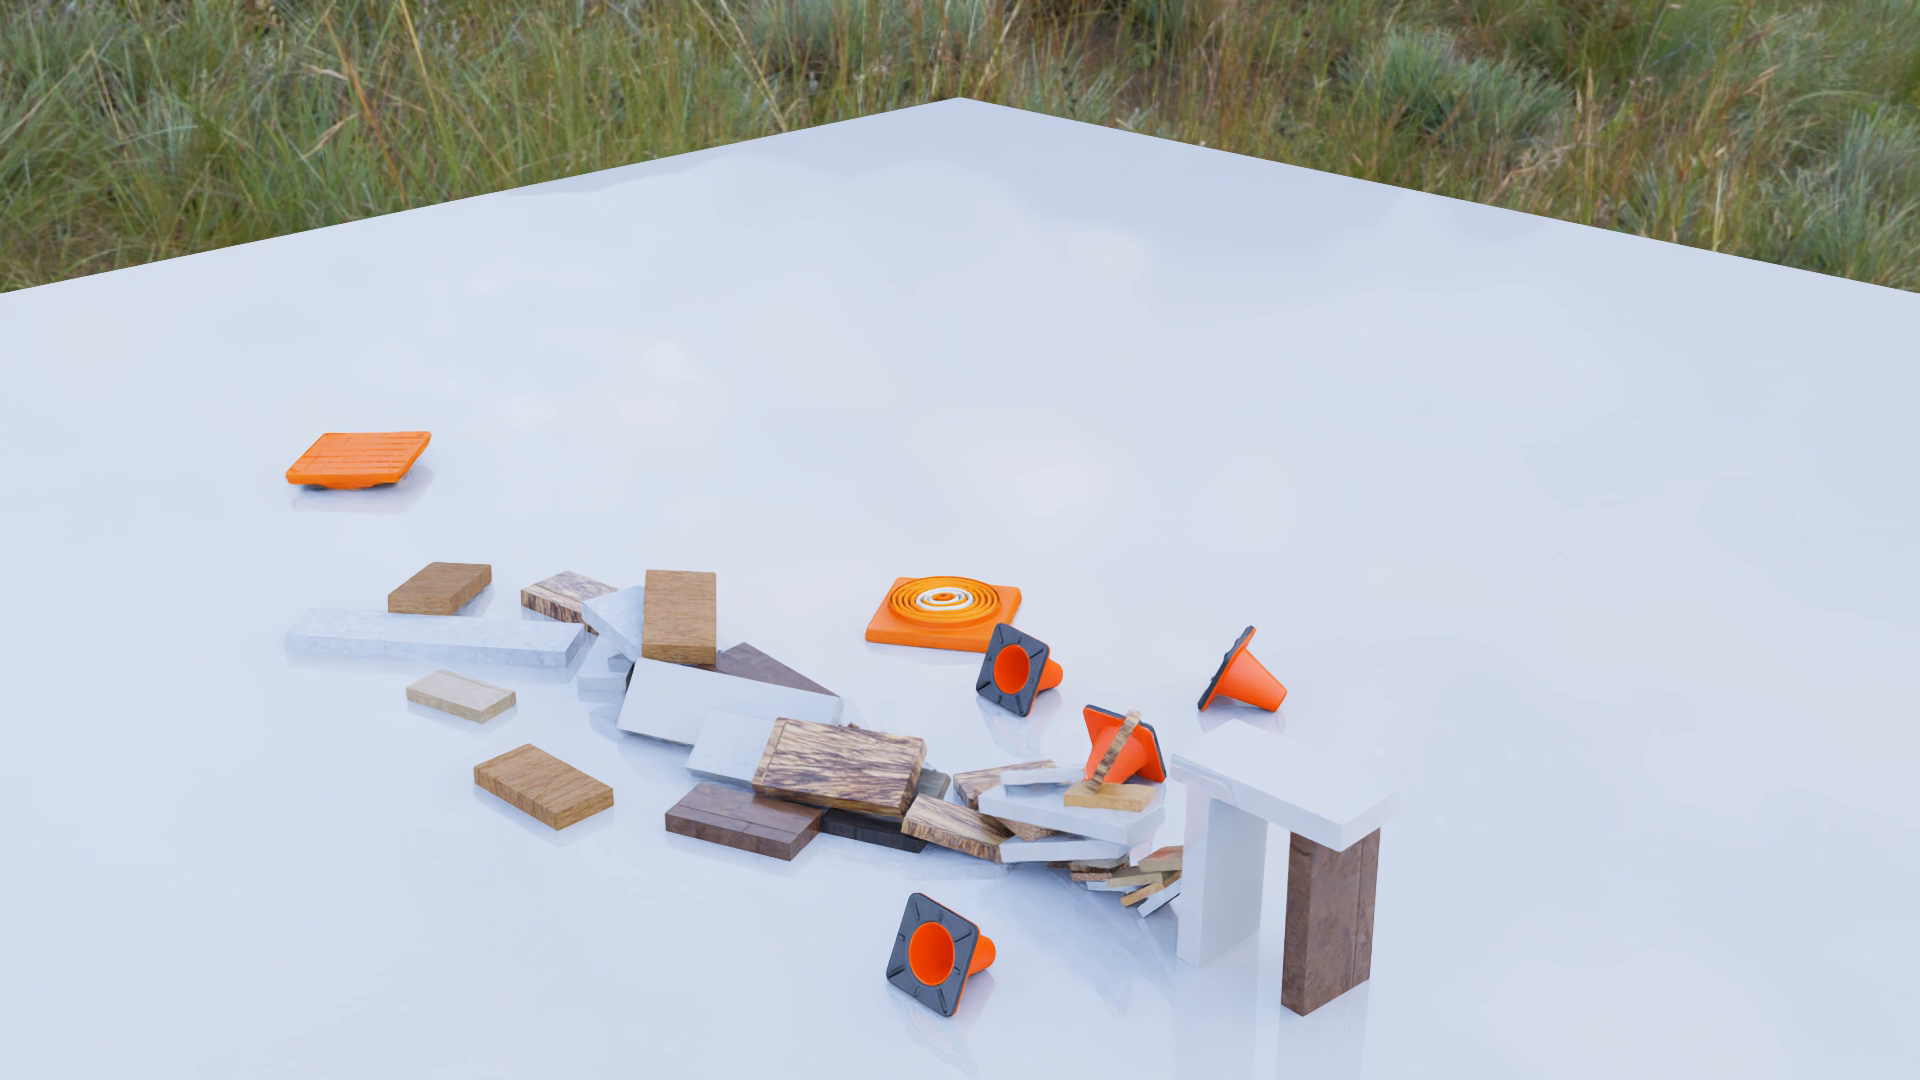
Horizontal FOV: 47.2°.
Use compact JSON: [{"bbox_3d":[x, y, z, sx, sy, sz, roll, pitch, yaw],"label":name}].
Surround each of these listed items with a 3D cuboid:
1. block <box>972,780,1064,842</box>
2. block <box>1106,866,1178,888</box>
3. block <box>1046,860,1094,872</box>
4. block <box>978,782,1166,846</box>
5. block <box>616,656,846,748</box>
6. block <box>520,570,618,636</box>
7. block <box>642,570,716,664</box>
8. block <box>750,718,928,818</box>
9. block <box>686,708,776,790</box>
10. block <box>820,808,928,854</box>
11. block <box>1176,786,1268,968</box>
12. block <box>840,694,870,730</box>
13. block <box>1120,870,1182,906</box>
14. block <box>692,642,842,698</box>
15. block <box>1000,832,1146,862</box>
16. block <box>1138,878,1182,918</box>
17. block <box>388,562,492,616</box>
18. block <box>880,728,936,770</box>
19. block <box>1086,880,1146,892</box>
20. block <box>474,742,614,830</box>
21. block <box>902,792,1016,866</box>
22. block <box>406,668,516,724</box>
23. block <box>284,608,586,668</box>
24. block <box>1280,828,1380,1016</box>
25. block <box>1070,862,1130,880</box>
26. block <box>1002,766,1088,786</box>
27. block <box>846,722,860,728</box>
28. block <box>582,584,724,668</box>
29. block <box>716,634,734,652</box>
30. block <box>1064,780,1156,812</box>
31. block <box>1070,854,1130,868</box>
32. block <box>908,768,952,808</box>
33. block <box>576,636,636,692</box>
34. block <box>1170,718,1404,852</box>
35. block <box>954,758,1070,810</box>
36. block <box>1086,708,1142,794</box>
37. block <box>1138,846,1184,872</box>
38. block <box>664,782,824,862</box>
[{"bbox_3d":[0.134,0.527,4.340,0.125,0.035,0.250,-11,15,-22],"label":"block"},{"bbox_3d":[0.340,0.622,4.085,0.125,0.018,0.063,-14,6,38],"label":"block"},{"bbox_3d":[0.224,0.619,4.244,0.054,0.015,0.107,-21,14,-41],"label":"block"},{"bbox_3d":[0.212,0.515,4.213,0.353,0.035,0.125,7,18,39],"label":"block"},{"bbox_3d":[-0.491,0.374,4.684,0.483,0.162,0.046,10,-15,22],"label":"block"},{"bbox_3d":[-0.906,0.155,5.340,0.306,0.043,0.153,18,29,35],"label":"block"},{"bbox_3d":[-0.631,0.170,4.953,0.162,0.046,0.323,3,29,-8],"label":"block"},{"bbox_3d":[-0.244,0.459,4.445,0.323,0.046,0.162,6,55,20],"label":"block"},{"bbox_3d":[-0.397,0.448,4.558,0.318,0.040,0.141,9,60,21],"label":"block"},{"bbox_3d":[-0.159,0.566,4.388,0.215,0.030,0.108,9,25,21],"label":"block"},{"bbox_3d":[0.475,0.572,3.951,0.051,0.359,0.180,22,31,40],"label":"block"},{"bbox_3d":[-0.232,0.393,4.691,0.062,0.018,0.124,-16,64,-39],"label":"block"},{"bbox_3d":[0.360,0.649,4.109,0.063,0.018,0.125,-22,-10,-41],"label":"block"},{"bbox_3d":[-0.413,0.336,4.803,0.325,0.046,0.162,27,34,31],"label":"block"},{"bbox_3d":[0.216,0.581,4.223,0.250,0.035,0.125,-7,5,30],"label":"block"},{"bbox_3d":[0.398,0.648,4.073,0.075,0.150,0.021,-22,74,-41],"label":"block"},{"bbox_3d":[-1.268,0.117,5.373,0.153,0.043,0.306,3,15,6],"label":"block"},{"bbox_3d":[-0.137,0.467,4.568,0.092,0.026,0.184,-36,41,-20],"label":"block"},{"bbox_3d":[0.305,0.644,4.161,0.063,0.018,0.125,-22,9,-41],"label":"block"},{"bbox_3d":[-0.857,0.505,4.519,0.283,0.040,0.141,20,30,39],"label":"block"},{"bbox_3d":[0.003,0.568,4.331,0.215,0.030,0.108,16,26,10],"label":"block"},{"bbox_3d":[-1.112,0.347,4.902,0.223,0.032,0.112,13,26,29],"label":"block"},{"bbox_3d":[-1.231,0.229,5.166,0.677,0.043,0.153,3,23,7],"label":"block"},{"bbox_3d":[0.644,0.630,3.814,0.180,0.359,0.051,-19,29,-37],"label":"block"},{"bbox_3d":[0.269,0.633,4.197,0.107,0.015,0.054,-9,9,46],"label":"block"},{"bbox_3d":[0.165,0.459,4.281,0.157,0.022,0.078,-4,-3,8],"label":"block"},{"bbox_3d":[-0.234,0.460,4.565,0.026,0.092,0.185,35,13,-21],"label":"block"},{"bbox_3d":[-0.696,0.211,4.960,0.162,0.046,0.325,-17,37,-37],"label":"block"},{"bbox_3d":[-0.544,0.299,4.933,0.325,0.046,0.162,29,35,34],"label":"block"},{"bbox_3d":[0.284,0.487,4.182,0.157,0.022,0.078,2,16,24],"label":"block"},{"bbox_3d":[0.265,0.604,4.164,0.054,0.015,0.107,-13,6,-38],"label":"block"},{"bbox_3d":[-0.118,0.502,4.472,0.184,0.026,0.092,11,63,28],"label":"block"},{"bbox_3d":[-0.799,0.281,5.058,0.112,0.032,0.223,2,23,4],"label":"block"},{"bbox_3d":[0.560,0.418,3.790,0.359,0.051,0.180,21,31,40],"label":"block"},{"bbox_3d":[0.105,0.505,4.532,0.215,0.030,0.108,-7,24,-16],"label":"block"},{"bbox_3d":[0.292,0.401,4.179,0.022,0.157,0.078,31,21,6],"label":"block"},{"bbox_3d":[0.407,0.583,4.037,0.075,0.021,0.150,-22,5,-41],"label":"block"},{"bbox_3d":[-0.430,0.560,4.389,0.283,0.040,0.141,10,25,22],"label":"block"}]
